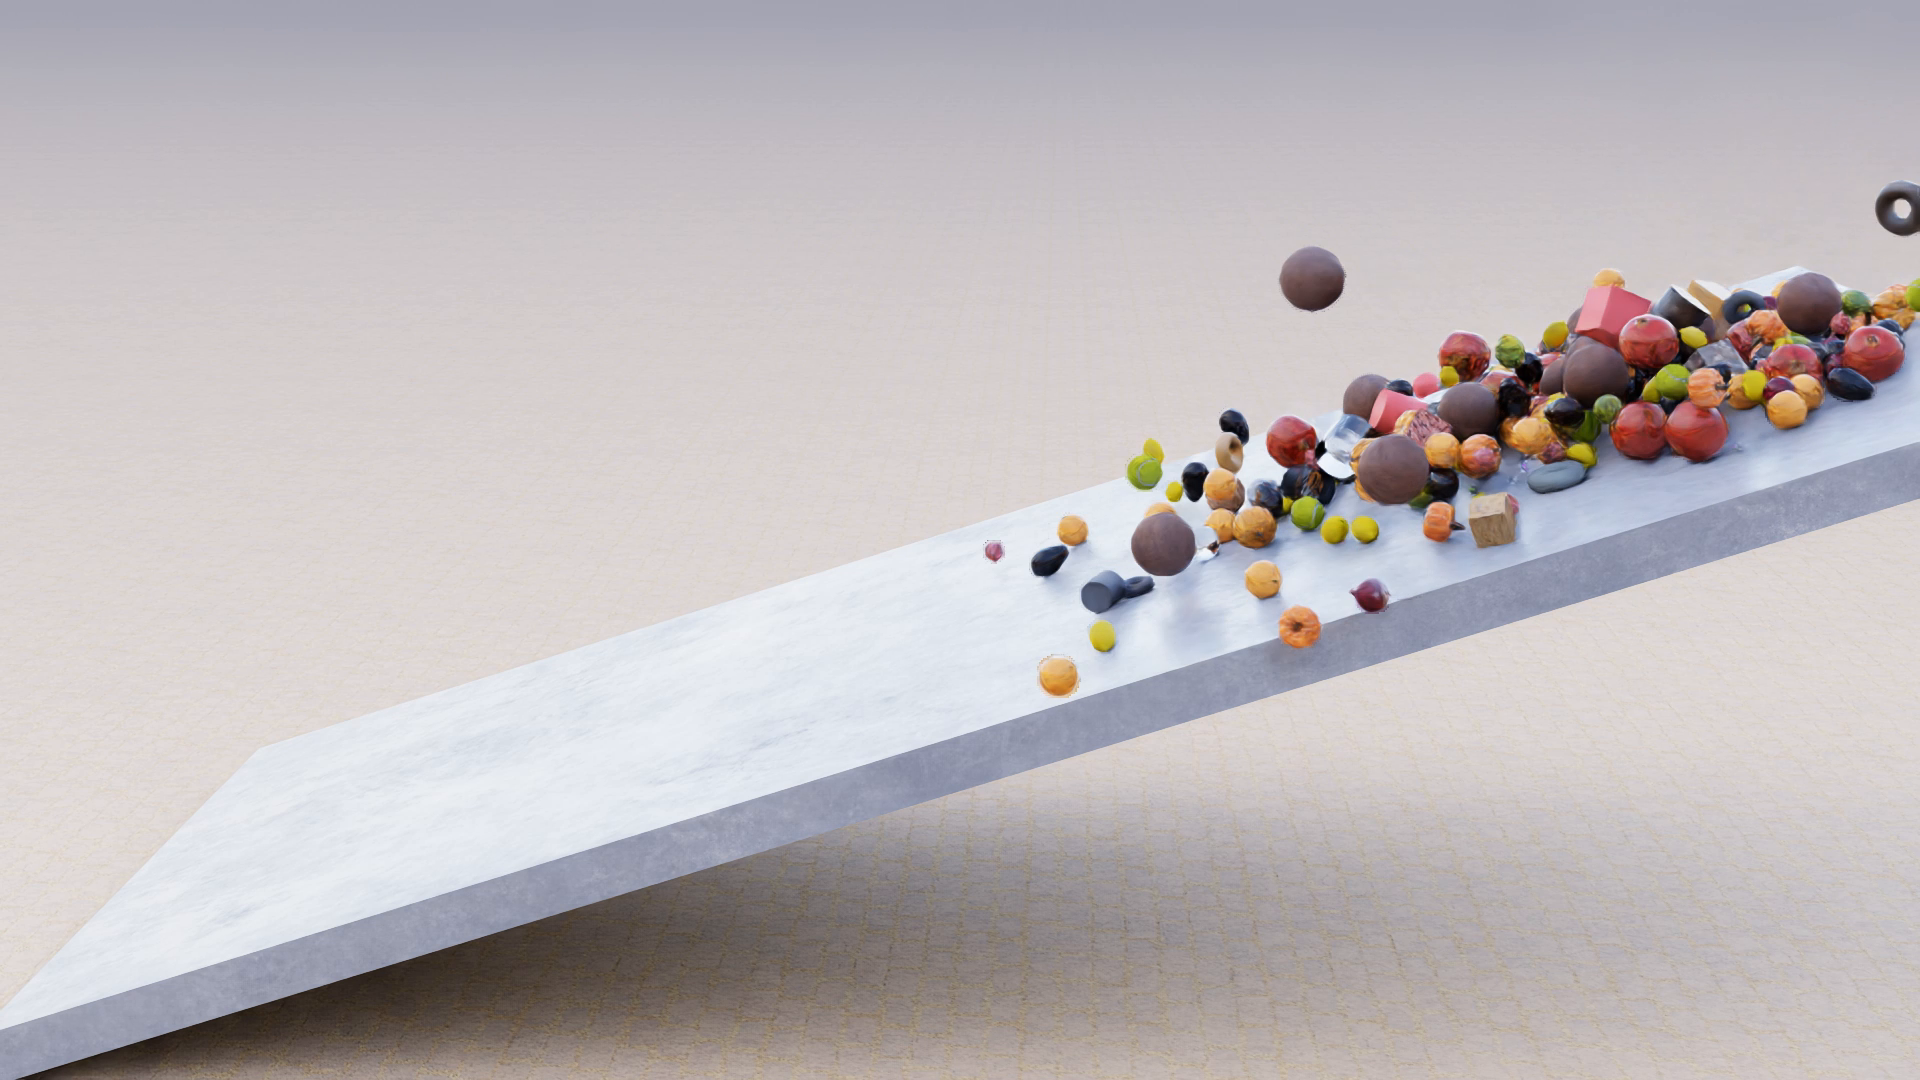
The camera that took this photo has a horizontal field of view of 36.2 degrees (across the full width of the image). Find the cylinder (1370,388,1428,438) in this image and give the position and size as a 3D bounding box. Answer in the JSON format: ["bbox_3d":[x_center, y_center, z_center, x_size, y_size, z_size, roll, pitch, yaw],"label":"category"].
[{"bbox_3d":[0.939,-0.266,6.302,0.093,0.093,0.093,18,10,-8],"label":"cylinder"}]

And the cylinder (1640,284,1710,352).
[{"bbox_3d":[1.436,-0.446,5.904,0.096,0.096,0.096,32,20,-13],"label":"cylinder"}]

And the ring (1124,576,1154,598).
[{"bbox_3d":[0.357,0.095,5.971,0.077,0.026,0.077,-15,15,4],"label":"ring"}]

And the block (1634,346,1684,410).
[{"bbox_3d":[1.424,-0.331,5.985,0.090,0.090,0.090,-1,48,17],"label":"block"}]

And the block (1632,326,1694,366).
[{"bbox_3d":[1.525,-0.425,6.380,0.099,0.099,0.099,-10,-3,37],"label":"block"}]

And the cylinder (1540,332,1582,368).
[{"bbox_3d":[1.352,-0.425,6.608,0.073,0.073,0.073,11,15,28],"label":"cylinder"}]

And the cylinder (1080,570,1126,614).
[{"bbox_3d":[0.288,0.104,5.926,0.069,0.069,0.069,6,21,27],"label":"cylinder"}]

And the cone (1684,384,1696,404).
[{"bbox_3d":[1.545,-0.320,6.030,0.095,0.095,0.095,7,10,-10],"label":"cone"}]

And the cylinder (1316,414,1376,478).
[{"bbox_3d":[0.792,-0.193,6.044,0.096,0.096,0.096,6,35,29],"label":"cylinder"}]

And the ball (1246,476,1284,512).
[{"bbox_3d":[0.655,-0.098,6.317,0.078,0.078,0.078,0,12,0],"label":"ball"}]

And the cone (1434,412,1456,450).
[{"bbox_3d":[1.044,-0.217,6.347,0.085,0.085,0.085,-2,32,-9],"label":"cone"}]

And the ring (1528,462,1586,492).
[{"bbox_3d":[1.156,-0.122,5.695,0.114,0.038,0.114,-17,11,3],"label":"ring"}]

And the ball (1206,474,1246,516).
[{"bbox_3d":[0.580,-0.098,6.416,0.088,0.088,0.088,0,12,0],"label":"ball"}]

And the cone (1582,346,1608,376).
[{"bbox_3d":[1.421,-0.409,6.623,0.060,0.060,0.060,-20,1,0],"label":"cone"}]

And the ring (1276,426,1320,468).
[{"bbox_3d":[0.757,-0.205,6.574,0.098,0.098,0.033,3,3,13],"label":"ring"}]

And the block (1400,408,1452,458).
[{"bbox_3d":[0.937,-0.214,5.903,0.075,0.075,0.075,30,5,6],"label":"block"}]

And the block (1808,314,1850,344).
[{"bbox_3d":[1.816,-0.440,6.147,0.052,0.052,0.052,-20,10,-29],"label":"block"}]

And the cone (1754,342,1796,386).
[{"bbox_3d":[1.671,-0.348,5.965,0.092,0.092,0.092,8,4,-41],"label":"cone"}]

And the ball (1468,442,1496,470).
[{"bbox_3d":[1.073,-0.173,6.043,0.056,0.056,0.056,0,12,0],"label":"ball"}]

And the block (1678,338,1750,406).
[{"bbox_3d":[1.505,-0.335,5.872,0.084,0.084,0.084,-18,-24,-25],"label":"block"}]

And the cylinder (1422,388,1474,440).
[{"bbox_3d":[1.069,-0.274,6.454,0.093,0.093,0.093,-18,14,5],"label":"cylinder"}]

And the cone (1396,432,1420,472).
[{"bbox_3d":[0.994,-0.191,6.277,0.089,0.089,0.089,-1,10,-41],"label":"cone"}]

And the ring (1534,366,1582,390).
[{"bbox_3d":[1.346,-0.366,6.619,0.114,0.038,0.114,-18,9,3],"label":"ring"}]

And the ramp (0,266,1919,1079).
[{"bbox_3d":[0.102,0.182,6.309,4.000,0.100,2.000,-17,11,5],"label":"ramp"}]

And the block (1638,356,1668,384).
[{"bbox_3d":[1.477,-0.362,6.263,0.057,0.057,0.057,-1,4,11],"label":"block"}]

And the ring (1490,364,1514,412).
[{"bbox_3d":[1.172,-0.330,6.363,0.035,0.105,0.105,3,12,28],"label":"ring"}]

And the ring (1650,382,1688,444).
[{"bbox_3d":[1.383,-0.248,5.743,0.044,0.131,0.131,22,18,17],"label":"ring"}]

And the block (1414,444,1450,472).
[{"bbox_3d":[0.988,-0.188,6.176,0.057,0.057,0.057,-19,-23,17],"label":"block"}]

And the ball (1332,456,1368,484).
[{"bbox_3d":[0.816,-0.165,6.209,0.092,0.092,0.092,0,12,0],"label":"ball"}]

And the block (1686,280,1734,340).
[{"bbox_3d":[1.606,-0.491,6.299,0.092,0.092,0.092,1,32,-44],"label":"block"}]

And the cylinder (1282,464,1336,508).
[{"bbox_3d":[0.737,-0.114,6.225,0.083,0.083,0.083,-5,9,-24],"label":"cylinder"}]

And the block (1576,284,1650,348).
[{"bbox_3d":[1.330,-0.455,5.990,0.094,0.094,0.094,21,-7,-17],"label":"block"}]

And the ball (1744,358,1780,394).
[{"bbox_3d":[1.607,-0.329,5.898,0.070,0.070,0.070,0,12,0],"label":"ball"}]

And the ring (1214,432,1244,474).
[{"bbox_3d":[0.586,-0.189,6.389,0.031,0.094,0.094,-11,3,36],"label":"ring"}]

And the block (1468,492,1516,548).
[{"bbox_3d":[0.979,-0.036,5.409,0.068,0.068,0.068,-11,32,23],"label":"block"}]

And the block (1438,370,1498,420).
[{"bbox_3d":[1.143,-0.323,6.597,0.092,0.092,0.092,-21,11,-14],"label":"block"}]

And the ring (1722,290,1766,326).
[{"bbox_3d":[1.655,-0.489,6.211,0.091,0.091,0.030,1,46,4],"label":"ring"}]

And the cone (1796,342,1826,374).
[{"bbox_3d":[1.677,-0.348,5.777,0.059,0.059,0.059,1,54,2],"label":"cone"}]

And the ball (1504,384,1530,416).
[{"bbox_3d":[1.213,-0.306,6.436,0.068,0.068,0.068,0,12,0],"label":"ball"}]

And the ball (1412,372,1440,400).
[{"bbox_3d":[1.101,-0.361,6.933,0.067,0.067,0.067,0,12,0],"label":"ball"}]

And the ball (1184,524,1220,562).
[{"bbox_3d":[0.497,0.006,6.056,0.075,0.075,0.075,0,12,0],"label":"ball"}]
